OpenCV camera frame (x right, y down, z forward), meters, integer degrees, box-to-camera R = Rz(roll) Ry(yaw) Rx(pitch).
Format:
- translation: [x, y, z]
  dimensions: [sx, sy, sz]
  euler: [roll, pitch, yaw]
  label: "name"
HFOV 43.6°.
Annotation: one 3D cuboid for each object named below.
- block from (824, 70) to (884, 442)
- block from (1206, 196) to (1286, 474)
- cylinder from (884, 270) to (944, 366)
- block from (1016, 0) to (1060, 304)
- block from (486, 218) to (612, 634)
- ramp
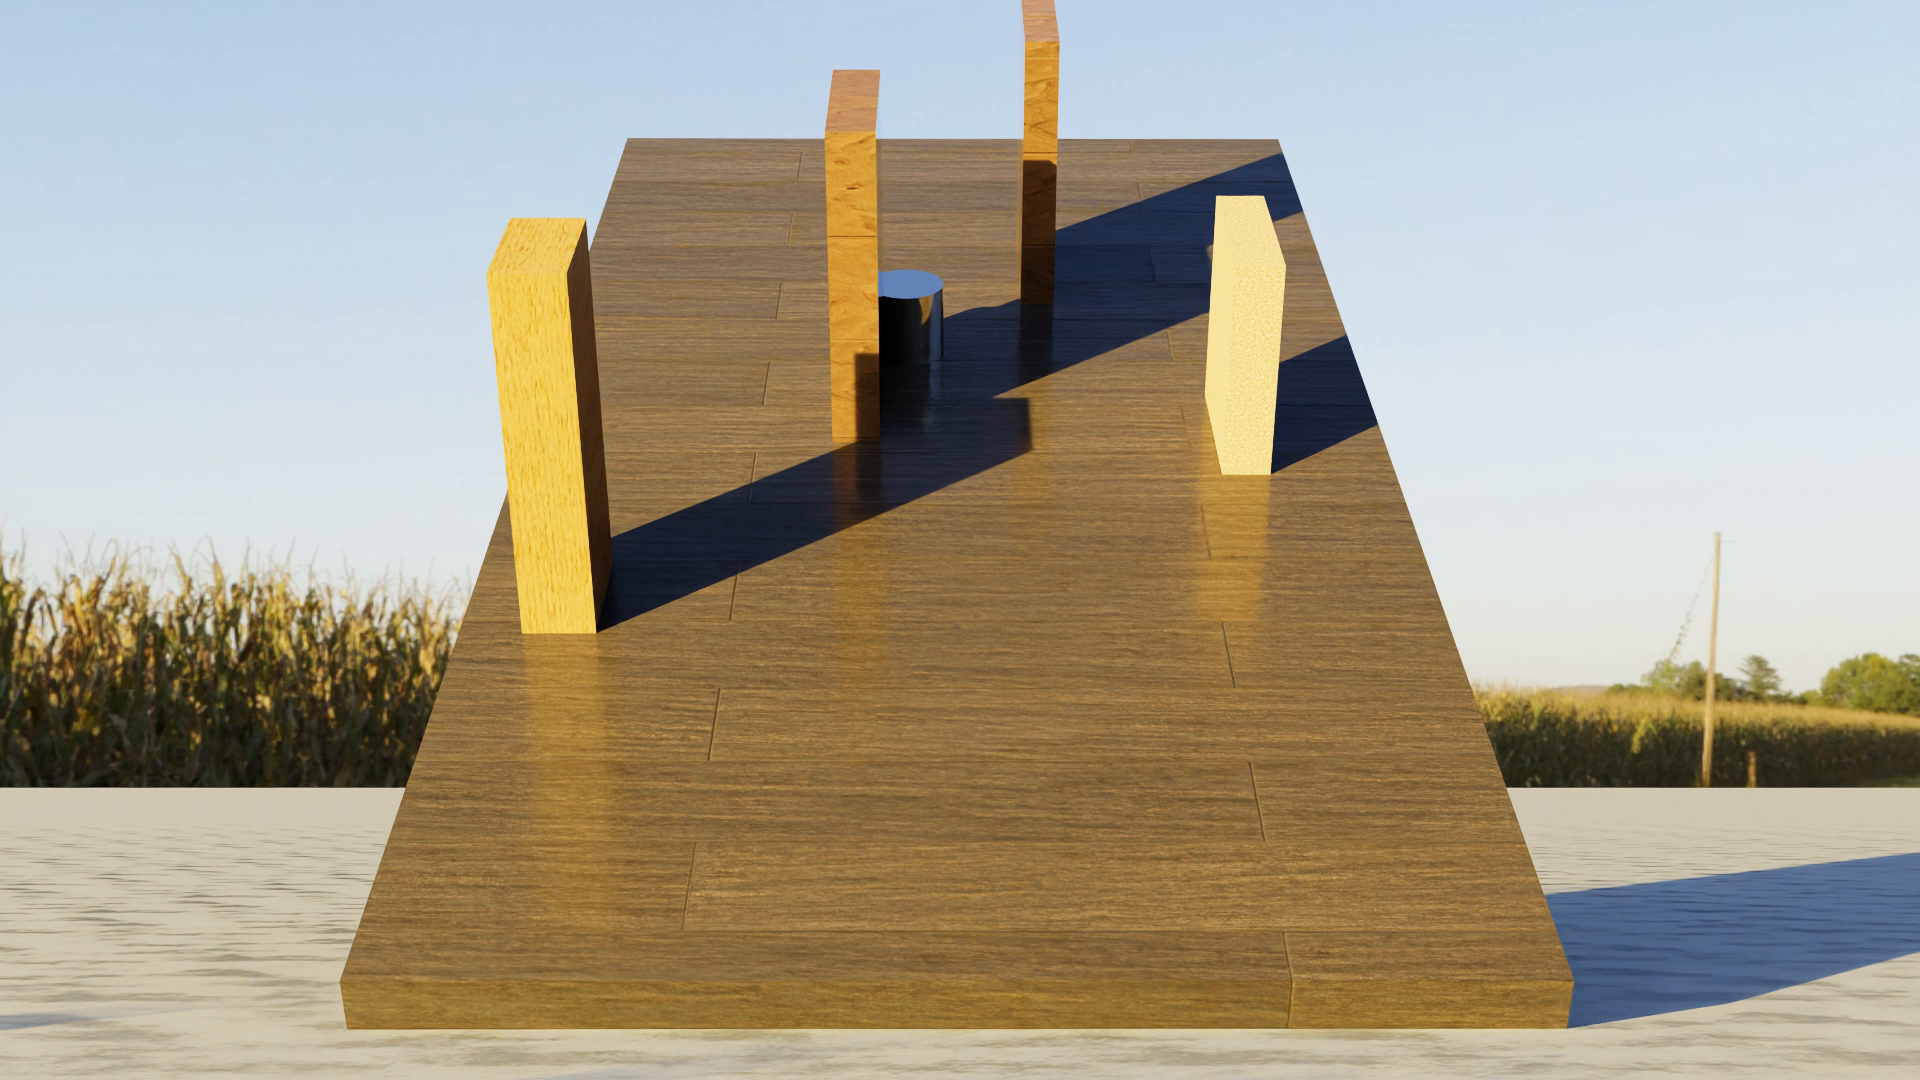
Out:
- translation: [-0.240, -0.661, 5.584]
  dimensions: [0.111, 0.753, 0.426]
  euler: [0, 29, 0]
  label: "block"
- translation: [0.648, -0.472, 5.501]
  dimensions: [0.109, 0.509, 0.417]
  euler: [0, 29, 0]
  label: "block"
- translation: [-0.133, -0.552, 5.974]
  dimensions: [0.183, 0.183, 0.183]
  euler: [0, 29, 0]
  label: "cylinder"
- translation: [0.202, -1.025, 6.290]
  dimensions: [0.086, 0.703, 0.412]
  euler: [0, 29, 0]
  label: "block"
- translation: [-0.805, -0.221, 4.764]
  dimensions: [0.148, 0.780, 0.279]
  euler: [0, 29, 0]
  label: "block"
- translation: [-0.012, -0.216, 5.663]
  dimensions: [2.000, 0.100, 4.000]
  euler: [0, 29, 0]
  label: "ramp"
